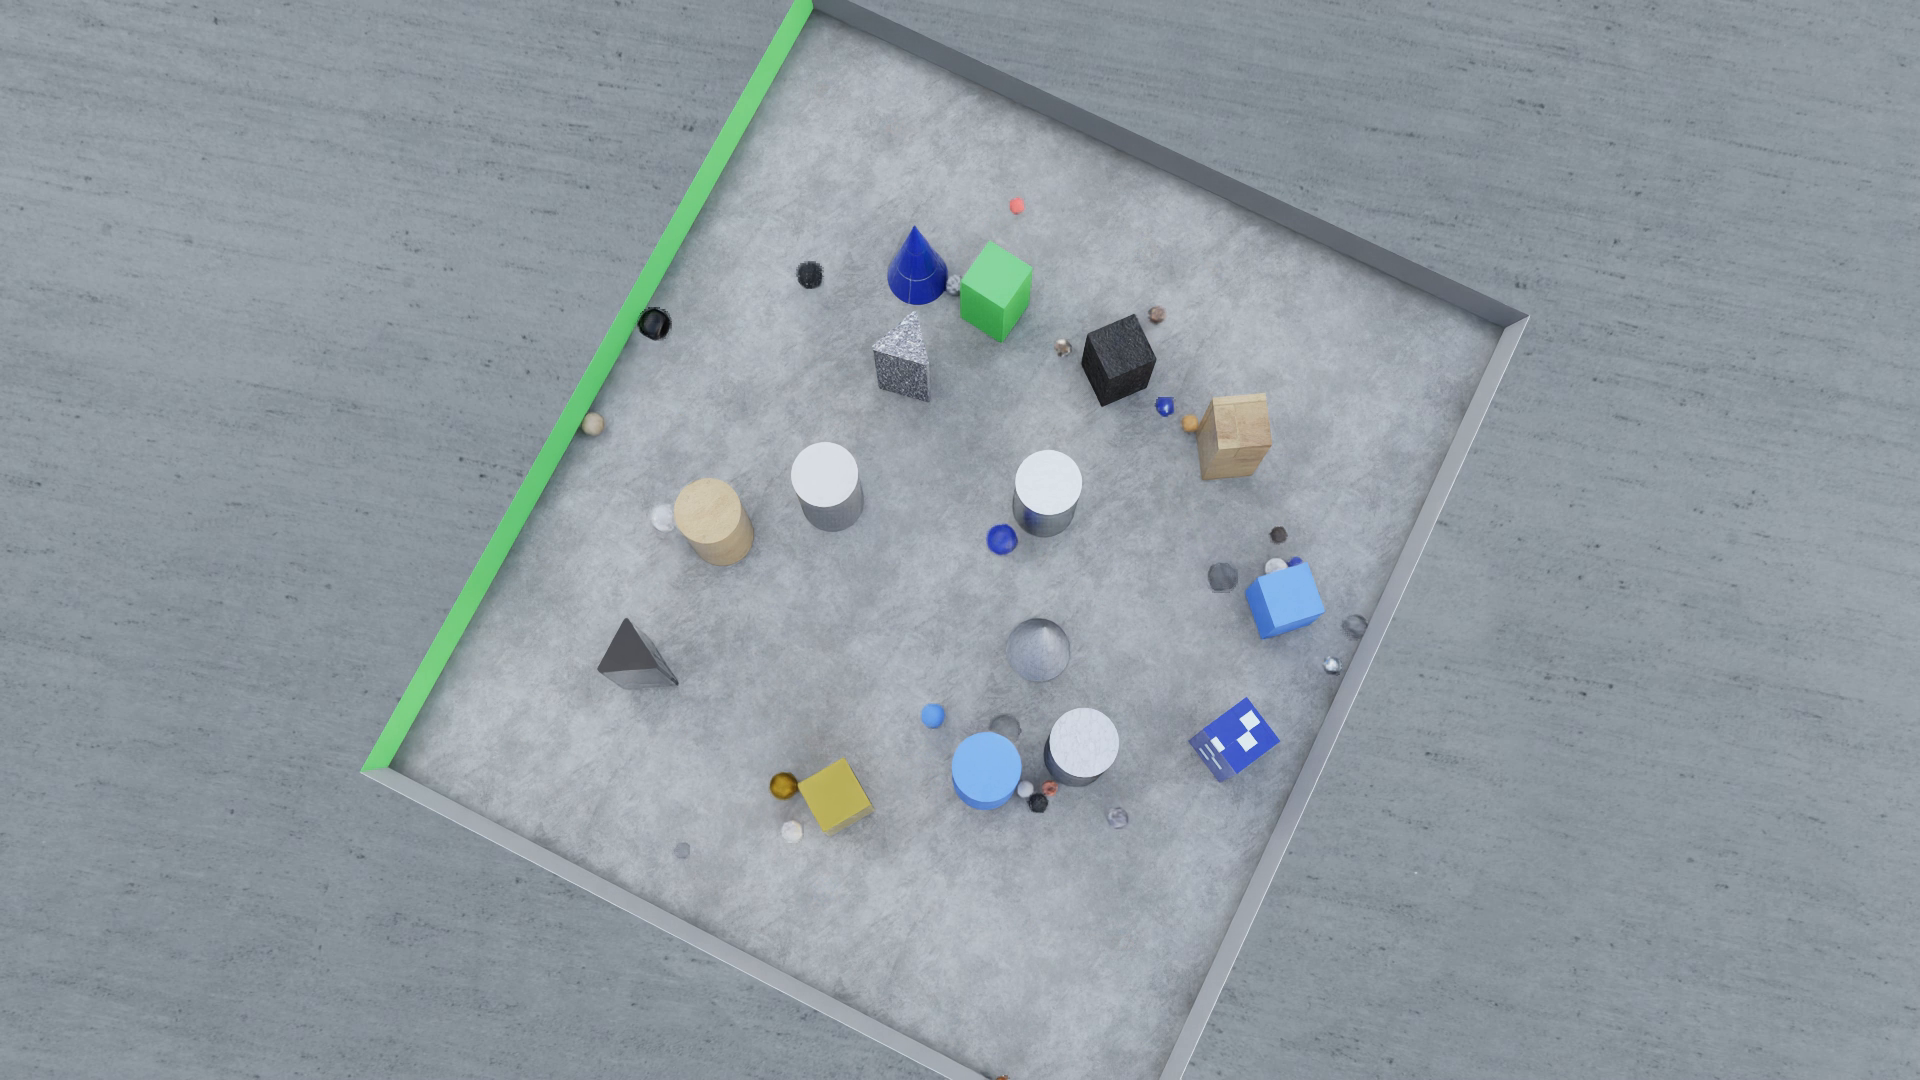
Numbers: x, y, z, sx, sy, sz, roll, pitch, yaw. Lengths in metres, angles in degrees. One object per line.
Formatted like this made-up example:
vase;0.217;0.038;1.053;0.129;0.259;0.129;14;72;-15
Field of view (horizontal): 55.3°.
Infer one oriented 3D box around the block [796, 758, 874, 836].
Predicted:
block;-0.357;0.748;5.321;0.155;0.276;0.155;-30;80;-6

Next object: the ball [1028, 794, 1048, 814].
ball;0.231;0.779;5.425;0.059;0.059;0.059;0;78;0

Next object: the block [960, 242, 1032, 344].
block;0.110;-0.755;5.604;0.155;0.331;0.155;33;80;6

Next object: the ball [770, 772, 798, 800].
ball;-0.521;0.727;5.424;0.083;0.083;0.083;0;78;0

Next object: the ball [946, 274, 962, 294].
ball;-0.014;-0.801;5.751;0.061;0.061;0.061;0;78;0

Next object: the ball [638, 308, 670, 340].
ball;-0.952;-0.671;5.706;0.097;0.097;0.097;0;78;0

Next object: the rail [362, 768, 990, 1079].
rail;-0.619;1.220;5.299;2.511;0.126;0.045;26;80;5

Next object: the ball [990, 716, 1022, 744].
ball;0.135;0.568;5.451;0.094;0.094;0.094;0;78;0

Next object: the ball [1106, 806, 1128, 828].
ball;0.466;0.820;5.414;0.064;0.064;0.064;0;78;0

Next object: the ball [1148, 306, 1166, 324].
ball;0.615;-0.703;5.735;0.054;0.054;0.054;0;78;0

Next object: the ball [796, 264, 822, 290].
ball;-0.471;-0.827;5.746;0.081;0.081;0.081;0;78;0

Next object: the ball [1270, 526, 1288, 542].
ball;0.973;-0.018;5.595;0.050;0.050;0.050;0;78;0

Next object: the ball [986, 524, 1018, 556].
ball;0.128;-0.001;5.569;0.093;0.093;0.093;0;78;0

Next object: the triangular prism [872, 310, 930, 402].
triangular prism;-0.153;-0.562;5.531;0.168;0.395;0.145;17;79;3

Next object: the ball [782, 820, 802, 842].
ball;-0.496;0.859;5.407;0.062;0.062;0.062;0;78;0

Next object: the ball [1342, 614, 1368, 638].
ball;1.192;0.261;5.524;0.075;0.075;0.075;0;78;0

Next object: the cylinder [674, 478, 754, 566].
cylinder;-0.728;-0.050;5.451;0.194;0.345;0.194;0;78;0

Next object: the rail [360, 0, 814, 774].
rail;-1.102;-0.533;5.661;0.045;0.126;2.817;26;80;5

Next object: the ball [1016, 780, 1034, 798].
ball;0.194;0.739;5.438;0.050;0.050;0.050;0;78;0

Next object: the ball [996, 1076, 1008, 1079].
ball;0.120;1.566;5.270;0.044;0.044;0.044;0;78;0

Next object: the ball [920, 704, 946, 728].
ball;-0.081;0.527;5.471;0.072;0.072;0.072;0;78;0

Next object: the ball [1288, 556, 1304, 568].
ball;1.023;0.074;5.578;0.046;0.046;0.046;0;78;0

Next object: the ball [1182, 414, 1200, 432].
ball;0.711;-0.359;5.663;0.055;0.055;0.055;0;78;0

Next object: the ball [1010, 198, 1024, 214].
ball;0.179;-1.058;5.811;0.047;0.047;0.047;0;78;0

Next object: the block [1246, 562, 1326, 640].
block;0.965;0.183;5.456;0.155;0.241;0.155;-17;79;-3

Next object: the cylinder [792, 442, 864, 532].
cylinder;-0.392;-0.154;5.471;0.194;0.348;0.194;0;78;0

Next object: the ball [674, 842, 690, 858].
ball;-0.818;0.915;5.403;0.047;0.047;0.047;0;78;0

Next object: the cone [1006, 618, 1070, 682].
cone;0.237;0.288;5.331;0.194;0.443;0.194;0;78;0

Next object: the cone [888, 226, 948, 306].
cone;-0.133;-0.878;5.576;0.194;0.435;0.194;0;78;0

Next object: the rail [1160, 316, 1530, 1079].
rail;1.102;0.546;5.438;0.045;0.126;2.817;26;80;5

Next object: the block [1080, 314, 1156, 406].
block;0.480;-0.544;5.576;0.155;0.299;0.155;-23;79;-5

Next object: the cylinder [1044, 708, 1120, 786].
cylinder;0.347;0.603;5.296;0.194;0.383;0.194;0;78;0

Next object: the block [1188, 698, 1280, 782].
block;0.791;0.583;5.317;0.155;0.351;0.155;-35;81;-7

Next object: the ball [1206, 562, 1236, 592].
ball;0.792;0.112;5.549;0.088;0.088;0.088;0;78;0

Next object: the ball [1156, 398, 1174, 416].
ball;0.636;-0.412;5.673;0.056;0.056;0.056;0;78;0

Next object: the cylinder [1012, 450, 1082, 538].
cylinder;0.258;-0.135;5.479;0.194;0.323;0.194;0;78;0

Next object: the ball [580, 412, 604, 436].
ball;-1.133;-0.357;5.654;0.073;0.073;0.073;0;78;0

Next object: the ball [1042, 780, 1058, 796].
ball;0.265;0.736;5.440;0.047;0.047;0.047;0;78;0

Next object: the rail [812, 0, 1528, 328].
rail;0.619;-1.206;5.801;2.511;0.126;0.045;26;80;5

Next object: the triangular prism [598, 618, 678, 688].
triangular prism;-0.937;0.331;5.346;0.168;0.396;0.145;-4;78;-1

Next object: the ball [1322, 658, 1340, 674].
ball;1.118;0.378;5.512;0.052;0.052;0.052;0;78;0

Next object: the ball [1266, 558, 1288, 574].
ball;0.960;0.088;5.564;0.068;0.068;0.068;0;78;0

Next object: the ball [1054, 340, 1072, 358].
ball;0.321;-0.596;5.712;0.054;0.054;0.054;0;78;0

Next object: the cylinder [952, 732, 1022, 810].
cylinder;0.074;0.669;5.280;0.194;0.387;0.194;0;78;0

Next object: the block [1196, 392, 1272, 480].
block;0.816;-0.305;5.484;0.155;0.384;0.155;-5;78;-1

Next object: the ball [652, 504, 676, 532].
ball;-0.900;-0.066;5.588;0.082;0.082;0.082;0;78;0
